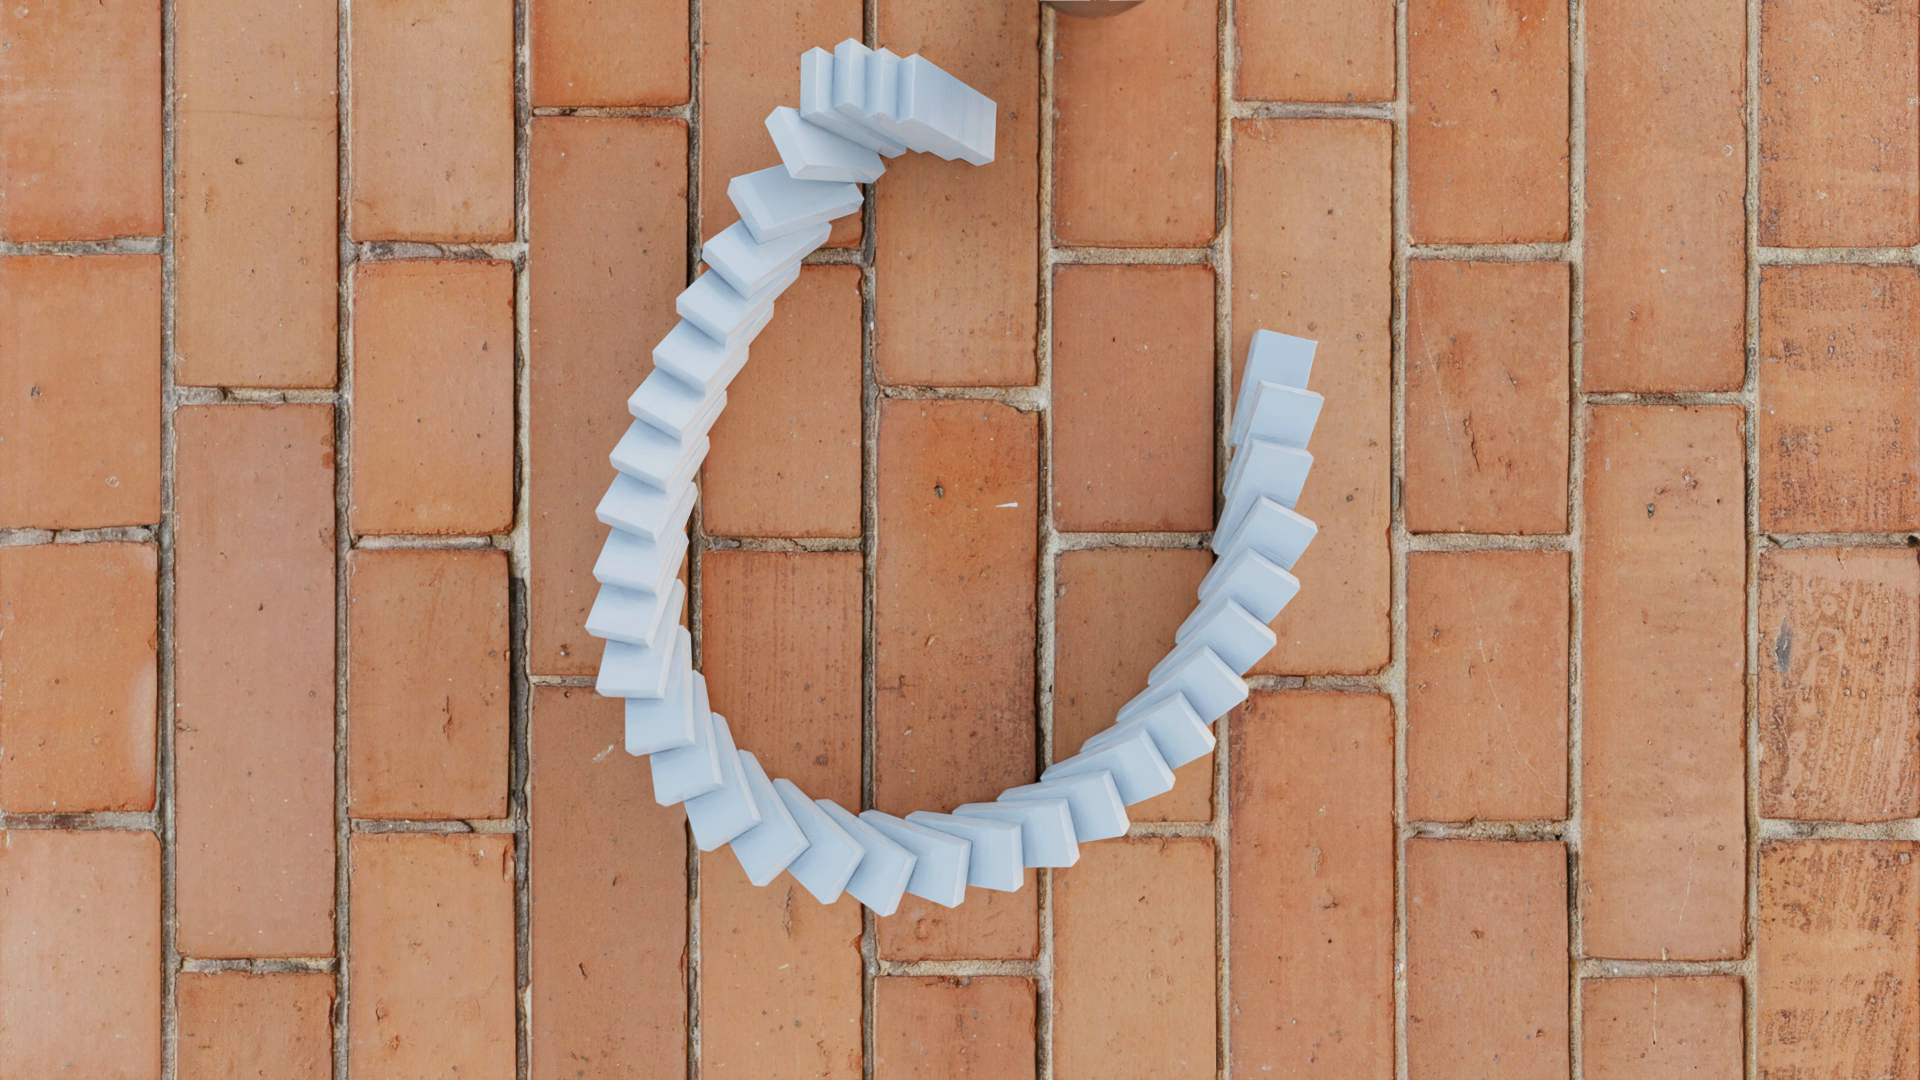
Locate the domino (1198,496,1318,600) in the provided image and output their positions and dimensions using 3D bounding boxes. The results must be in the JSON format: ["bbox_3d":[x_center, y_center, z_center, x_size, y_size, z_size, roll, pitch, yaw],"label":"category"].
[{"bbox_3d":[0.124,0.009,0.384,0.025,0.009,0.050,27,117,0],"label":"domino"}]

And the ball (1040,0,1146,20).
[{"bbox_3d":[0.055,-0.251,0.360,0.080,0.080,0.080,0,90,0],"label":"ball"}]

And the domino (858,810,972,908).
[{"bbox_3d":[-0.021,0.133,0.384,0.050,0.009,0.025,8,90,29],"label":"domino"}]

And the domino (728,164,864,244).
[{"bbox_3d":[-0.068,-0.144,0.384,0.050,0.009,0.025,-29,87,-28],"label":"domino"}]

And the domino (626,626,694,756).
[{"bbox_3d":[-0.126,0.063,0.384,0.025,0.010,0.050,-11,62,0],"label":"domino"}]

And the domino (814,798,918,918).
[{"bbox_3d":[-0.044,0.132,0.384,0.050,0.010,0.025,23,90,29],"label":"domino"}]

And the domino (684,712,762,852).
[{"bbox_3d":[-0.104,0.101,0.384,0.025,0.010,0.050,-30,61,0],"label":"domino"}]

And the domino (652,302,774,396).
[{"bbox_3d":[-0.103,-0.087,0.385,0.025,0.009,0.050,31,63,0],"label":"domino"}]

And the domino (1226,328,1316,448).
[{"bbox_3d":[0.134,-0.063,0.395,0.025,0.010,0.050,13,90,0],"label":"domino"}]

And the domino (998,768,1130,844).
[{"bbox_3d":[0.043,0.114,0.384,0.050,0.009,0.025,-20,90,28],"label":"domino"}]

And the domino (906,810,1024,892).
[{"bbox_3d":[0.001,0.130,0.384,0.050,0.010,0.025,-2,90,28],"label":"domino"}]

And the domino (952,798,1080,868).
[{"bbox_3d":[0.023,0.123,0.384,0.050,0.010,0.025,-12,90,28],"label":"domino"}]

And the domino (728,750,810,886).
[{"bbox_3d":[-0.087,0.116,0.384,0.025,0.010,0.050,-42,61,0],"label":"domino"}]

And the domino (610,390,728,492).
[{"bbox_3d":[-0.121,-0.047,0.384,0.025,0.010,0.050,25,63,0],"label":"domino"}]

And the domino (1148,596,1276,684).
[{"bbox_3d":[0.105,0.050,0.385,0.025,0.010,0.050,39,117,0],"label":"domino"}]

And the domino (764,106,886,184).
[{"bbox_3d":[-0.054,-0.162,0.377,0.009,0.050,0.025,-25,90,38],"label":"domino"}]

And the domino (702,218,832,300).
[{"bbox_3d":[-0.080,-0.125,0.384,0.025,0.010,0.050,43,62,0],"label":"domino"}]

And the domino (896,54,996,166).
[{"bbox_3d":[-0.005,-0.176,0.378,0.009,0.050,0.025,3,90,41],"label":"domino"}]

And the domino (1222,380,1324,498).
[{"bbox_3d":[0.131,-0.039,0.385,0.025,0.010,0.050,12,115,0],"label":"domino"}]

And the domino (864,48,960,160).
[{"bbox_3d":[-0.017,-0.178,0.378,0.009,0.050,0.025,3,90,41],"label":"domino"}]

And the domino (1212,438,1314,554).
[{"bbox_3d":[0.126,-0.016,0.385,0.025,0.010,0.050,13,115,0],"label":"domino"}]

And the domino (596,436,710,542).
[{"bbox_3d":[-0.128,-0.026,0.384,0.025,0.010,0.050,21,63,0],"label":"domino"}]

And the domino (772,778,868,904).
[{"bbox_3d":[-0.065,0.125,0.384,0.050,0.009,0.025,32,90,28],"label":"domino"}]

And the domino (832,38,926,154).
[{"bbox_3d":[-0.030,-0.182,0.378,0.009,0.050,0.025,3,89,41],"label":"domino"}]

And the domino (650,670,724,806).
[{"bbox_3d":[-0.117,0.083,0.384,0.025,0.009,0.050,-19,62,0],"label":"domino"}]

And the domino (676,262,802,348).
[{"bbox_3d":[-0.092,-0.106,0.384,0.025,0.010,0.050,36,63,0],"label":"domino"}]

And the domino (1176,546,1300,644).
[{"bbox_3d":[0.116,0.030,0.384,0.025,0.009,0.050,33,117,0],"label":"domino"}]

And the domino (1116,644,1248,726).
[{"bbox_3d":[0.093,0.069,0.384,0.025,0.009,0.050,45,117,0],"label":"domino"}]

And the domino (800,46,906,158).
[{"bbox_3d":[-0.043,-0.179,0.378,0.010,0.050,0.025,1,90,41],"label":"domino"}]

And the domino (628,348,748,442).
[{"bbox_3d":[-0.113,-0.067,0.385,0.025,0.010,0.050,30,63,0],"label":"domino"}]

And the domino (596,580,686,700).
[{"bbox_3d":[-0.133,0.041,0.384,0.025,0.010,0.050,3,62,1],"label":"domino"}]

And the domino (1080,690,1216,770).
[{"bbox_3d":[0.078,0.086,0.384,0.050,0.009,0.025,-36,90,28],"label":"domino"}]

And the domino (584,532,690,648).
[{"bbox_3d":[-0.135,0.018,0.384,0.025,0.010,0.050,12,63,1],"label":"domino"}]

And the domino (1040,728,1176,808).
[{"bbox_3d":[0.061,0.100,0.384,0.050,0.010,0.025,-31,90,27],"label":"domino"}]

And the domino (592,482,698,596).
[{"bbox_3d":[-0.131,-0.004,0.384,0.025,0.010,0.050,14,63,0],"label":"domino"}]
